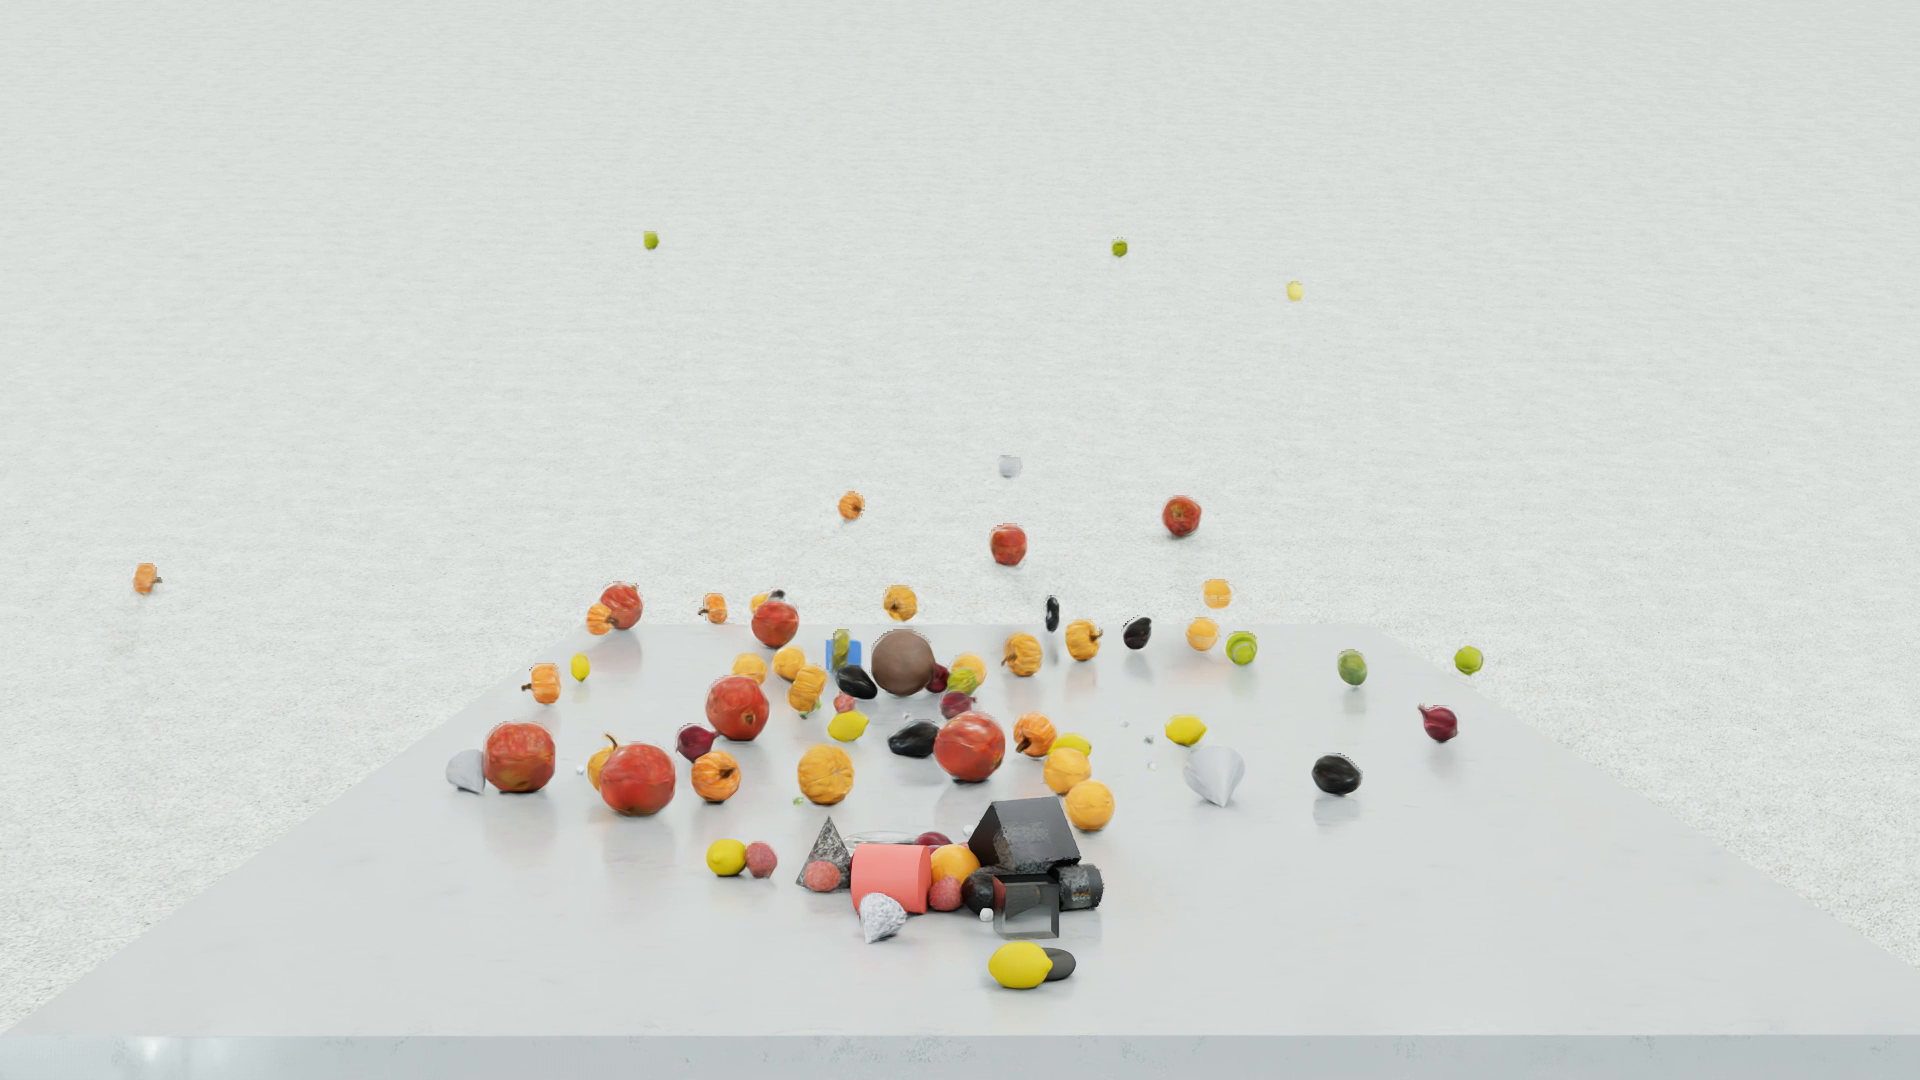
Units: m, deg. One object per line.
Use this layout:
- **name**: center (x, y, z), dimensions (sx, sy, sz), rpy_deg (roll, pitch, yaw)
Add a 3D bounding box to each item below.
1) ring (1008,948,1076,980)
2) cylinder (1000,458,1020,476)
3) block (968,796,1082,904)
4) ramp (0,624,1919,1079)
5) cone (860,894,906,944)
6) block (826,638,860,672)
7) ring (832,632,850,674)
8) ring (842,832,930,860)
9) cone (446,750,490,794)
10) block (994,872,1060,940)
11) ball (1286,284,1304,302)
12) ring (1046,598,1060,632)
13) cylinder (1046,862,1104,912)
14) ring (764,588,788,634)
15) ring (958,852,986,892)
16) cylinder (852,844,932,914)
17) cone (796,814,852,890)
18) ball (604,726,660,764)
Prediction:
- **ring**: center (0.089, 0.461, 2.788), dimensions (0.075, 0.025, 0.075), rpy_deg (-1, 3, 0)
- **cylinder**: center (0.156, -0.228, 8.019), dimensions (0.053, 0.053, 0.053), rpy_deg (6, 20, 17)
- **block**: center (0.079, 0.383, 3.166), dimensions (0.091, 0.091, 0.091), rpy_deg (-2, 51, -27)
- **ramp**: center (0.045, 0.402, 4.539), dimensions (2.000, 0.100, 4.000), rpy_deg (0, 4, 0)
- **cone**: center (-0.099, 0.449, 2.961), dimensions (0.057, 0.057, 0.057), rpy_deg (6, 32, 18)
- **block**: center (-0.253, 0.250, 5.559), dimensions (0.064, 0.064, 0.064), rpy_deg (-1, 4, -15)
- **ring**: center (-0.254, 0.240, 5.455), dimensions (0.031, 0.093, 0.093), rpy_deg (9, 19, -4)
- **ring**: center (-0.099, 0.412, 3.389), dimensions (0.123, 0.041, 0.123), rpy_deg (1, 3, 0)
- **cone**: center (-0.754, 0.375, 3.988), dimensions (0.072, 0.072, 0.072), rpy_deg (-10, 35, -28)
- **block**: center (0.077, 0.427, 2.991), dimensions (0.064, 0.064, 0.064), rpy_deg (-1, 4, -12)
- **ball**: center (1.336, -0.985, 10.216), dimensions (0.067, 0.067, 0.067), rpy_deg (0, 19, 0)
- **ring**: center (0.226, 0.184, 6.303), dimensions (0.029, 0.086, 0.086), rpy_deg (1, 19, -4)
- **cylinder**: center (0.138, 0.423, 3.126), dimensions (0.053, 0.053, 0.053), rpy_deg (-5, 19, -27)
- **ring**: center (-0.449, 0.175, 6.266), dimensions (0.038, 0.113, 0.113), rpy_deg (8, 20, 15)
- **ring**: center (0.064, 0.419, 3.265), dimensions (0.132, 0.044, 0.132), rpy_deg (0, 5, 0)
- **cylinder**: center (-0.083, 0.410, 3.109), dimensions (0.082, 0.082, 0.082), rpy_deg (1, 19, 11)
- **cone**: center (-0.168, 0.395, 3.286), dimensions (0.087, 0.087, 0.087), rpy_deg (0, 4, 0)
- **ball**: center (-0.551, 0.360, 4.309), dimensions (0.095, 0.095, 0.095), rpy_deg (0, 19, 0)
